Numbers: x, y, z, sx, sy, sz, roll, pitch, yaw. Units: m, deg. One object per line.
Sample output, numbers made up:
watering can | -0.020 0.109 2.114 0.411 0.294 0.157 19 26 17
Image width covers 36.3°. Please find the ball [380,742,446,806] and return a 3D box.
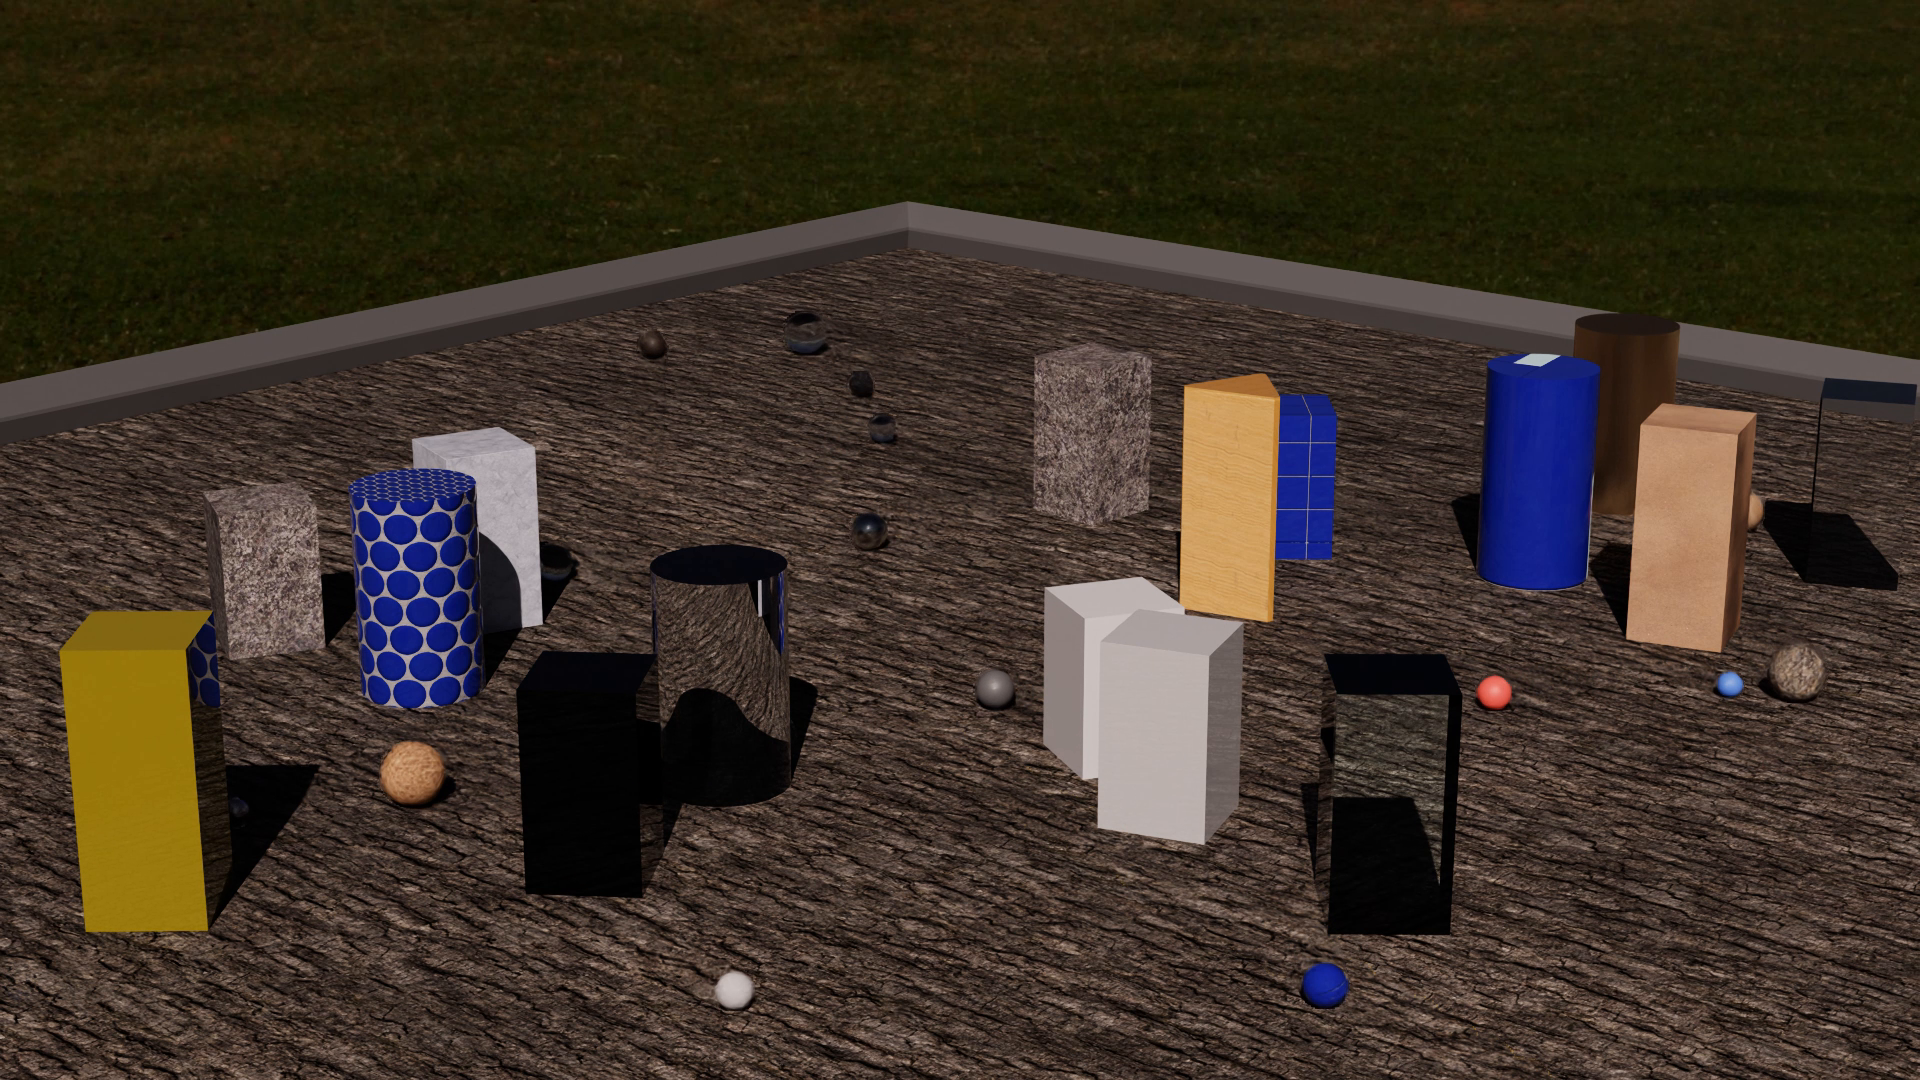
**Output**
ball | -0.780 0.334 4.183 0.092 0.092 0.092 0 17 0

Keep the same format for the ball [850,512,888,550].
ball | -0.167 -0.016 5.385 0.068 0.068 0.068 0 17 0

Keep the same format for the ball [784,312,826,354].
ball | -0.363 -0.486 6.892 0.098 0.098 0.098 0 17 0

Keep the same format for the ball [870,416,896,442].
ball | -0.161 -0.231 6.119 0.057 0.057 0.057 0 17 0

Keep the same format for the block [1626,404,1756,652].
block | 1.217 -0.022 4.881 0.157 0.371 0.157 8 18 24

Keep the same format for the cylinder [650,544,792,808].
cylinder | -0.344 0.194 4.231 0.196 0.332 0.196 0 17 0

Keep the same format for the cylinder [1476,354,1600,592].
cylinder | 1.022 -0.121 5.190 0.196 0.382 0.196 0 17 0

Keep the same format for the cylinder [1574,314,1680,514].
cylinder | 1.275 -0.244 5.652 0.196 0.351 0.196 0 17 0

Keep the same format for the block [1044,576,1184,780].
block | 0.226 0.203 4.348 0.157 0.248 0.157 -6 18 -19

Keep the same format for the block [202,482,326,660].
block | -1.154 0.049 4.862 0.157 0.245 0.157 -7 18 -22

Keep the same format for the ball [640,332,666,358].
ball | -0.719 -0.456 6.858 0.061 0.061 0.061 0 17 0

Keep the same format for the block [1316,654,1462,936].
block | 0.552 0.328 3.795 0.157 0.327 0.157 0 17 1

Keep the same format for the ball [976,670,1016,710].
ball | 0.055 0.233 4.570 0.061 0.061 0.061 0 17 0

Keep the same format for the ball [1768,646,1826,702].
ball | 1.314 0.210 4.602 0.088 0.088 0.088 0 17 0

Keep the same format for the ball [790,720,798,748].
ball | -0.270 0.291 4.395 0.052 0.052 0.052 0 17 0

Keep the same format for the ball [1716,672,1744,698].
ball | 1.214 0.228 4.622 0.041 0.041 0.041 0 17 0

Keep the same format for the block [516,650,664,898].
block | -0.492 0.312 3.918 0.157 0.287 0.157 1 17 5

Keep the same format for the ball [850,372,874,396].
ball | -0.218 -0.346 6.505 0.053 0.053 0.053 0 17 0

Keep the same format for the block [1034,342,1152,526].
block | 0.252 -0.204 5.602 0.157 0.303 0.157 16 23 43

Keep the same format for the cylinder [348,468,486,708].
cylinder | -0.855 0.074 4.625 0.196 0.334 0.196 0 17 0

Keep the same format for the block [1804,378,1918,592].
block | 1.597 -0.100 5.197 0.157 0.337 0.157 6 18 18

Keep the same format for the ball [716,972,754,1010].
ball | -0.273 0.547 3.555 0.047 0.047 0.047 0 17 0

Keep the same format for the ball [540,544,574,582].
ball | -0.719 0.041 5.201 0.065 0.065 0.065 0 17 0

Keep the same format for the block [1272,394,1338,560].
block | 0.598 -0.117 5.371 0.157 0.269 0.157 0 17 0

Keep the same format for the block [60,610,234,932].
block | -1.049 0.298 3.797 0.157 0.383 0.157 0 17 -1

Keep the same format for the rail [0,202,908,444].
rail | -1.622 -0.375 6.469 0.045 0.127 4.558 14 22 39

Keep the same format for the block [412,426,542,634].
block | -0.816 -0.014 4.958 0.157 0.311 0.157 -10 19 -29

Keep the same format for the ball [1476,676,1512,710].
ball | 0.832 0.238 4.566 0.054 0.054 0.054 0 17 0

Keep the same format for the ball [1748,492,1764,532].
ball | 1.464 -0.054 5.491 0.081 0.081 0.081 0 17 0

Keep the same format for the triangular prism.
triangular prism | 0.487 -0.079 5.033 0.170 0.393 0.147 9 19 26

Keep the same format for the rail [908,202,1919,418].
rail | 1.479 -0.460 6.751 4.344 0.127 0.045 14 22 39

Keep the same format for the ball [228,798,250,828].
ball | -1.017 0.382 4.110 0.042 0.042 0.042 0 17 0

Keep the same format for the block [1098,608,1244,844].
block | 0.296 0.260 4.112 0.157 0.276 0.157 7 18 22

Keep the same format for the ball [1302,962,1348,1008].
ball | 0.443 0.541 3.562 0.055 0.055 0.055 0 17 0
